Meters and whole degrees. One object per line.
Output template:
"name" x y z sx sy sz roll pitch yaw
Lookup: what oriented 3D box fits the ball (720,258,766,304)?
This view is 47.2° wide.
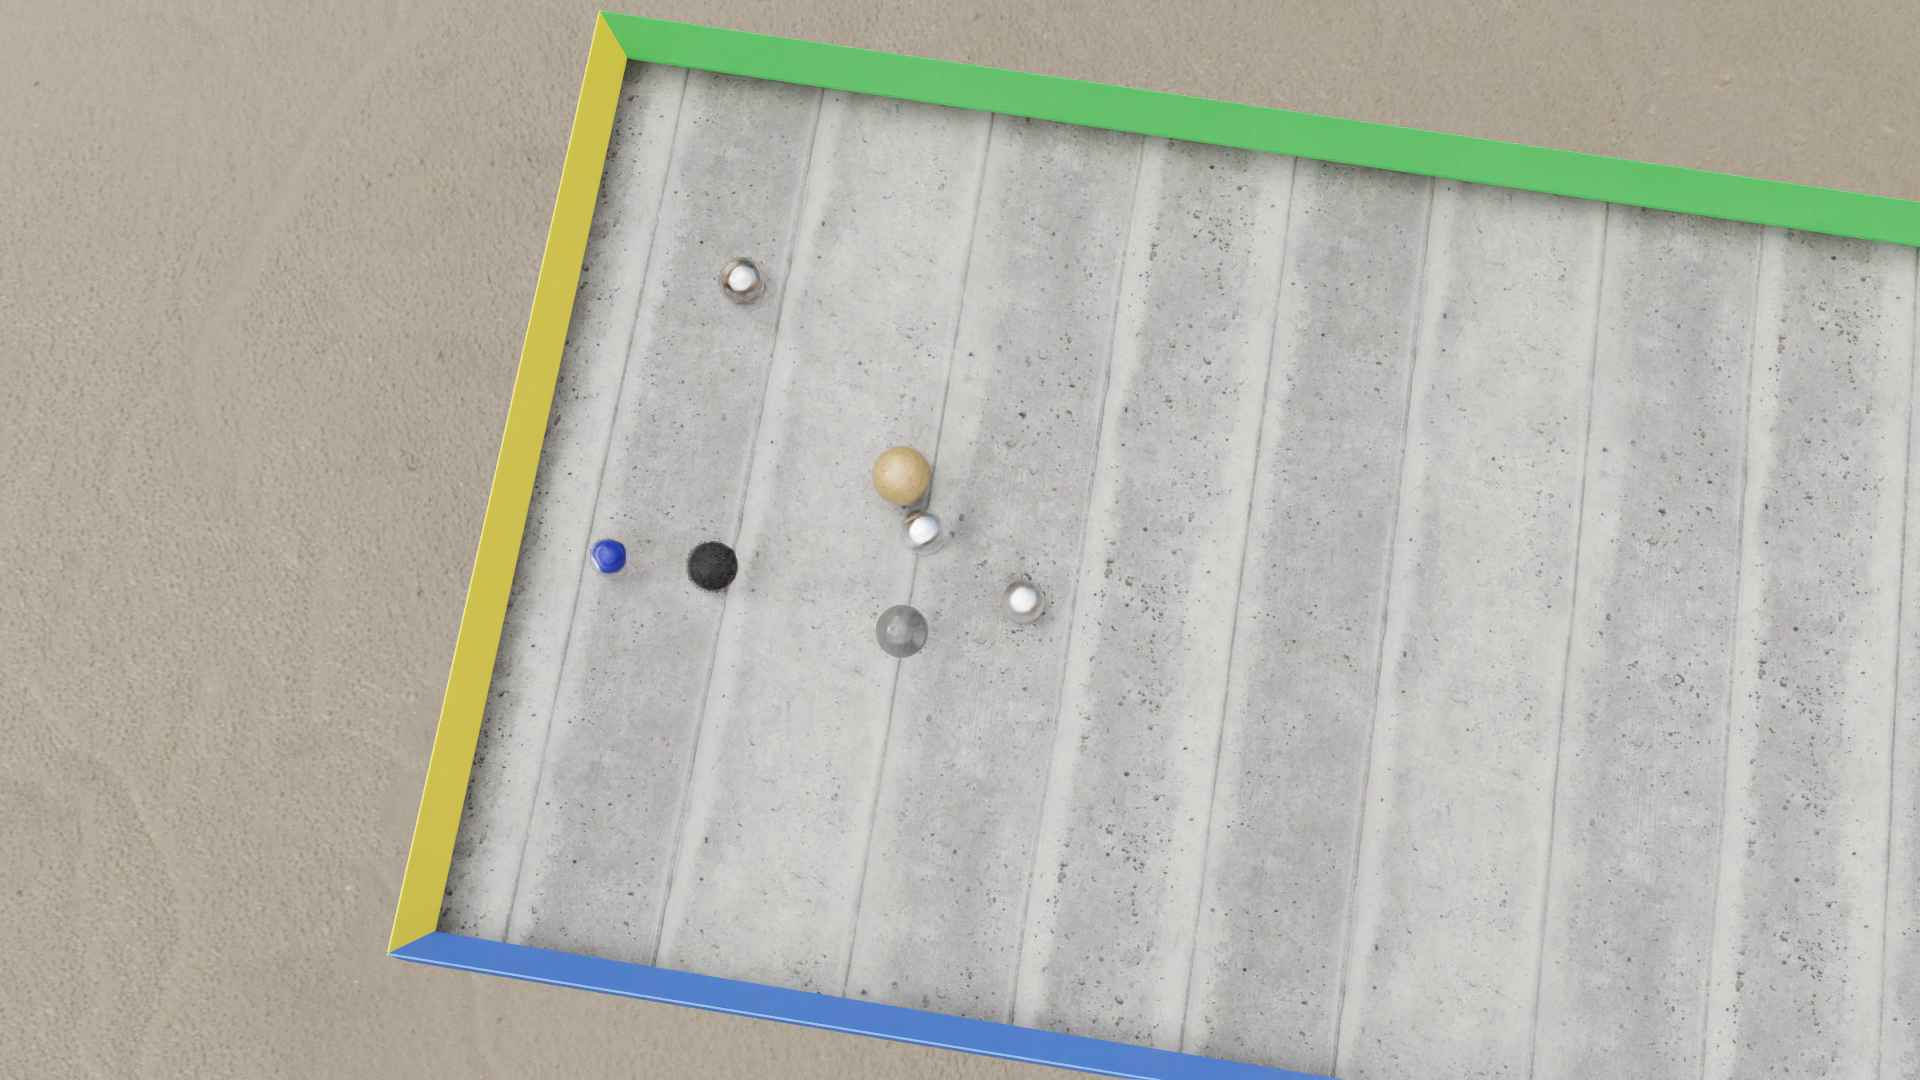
"ball" -0.342 -0.408 3.462 0.071 0.071 0.071 0 75 0

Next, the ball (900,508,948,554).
"ball" -0.055 -0.014 3.355 0.071 0.071 0.071 0 75 0

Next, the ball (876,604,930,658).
"ball" -0.087 0.137 3.308 0.081 0.081 0.081 0 75 0

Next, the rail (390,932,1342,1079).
"rail" 0.578 0.792 3.110 2.803 0.118 0.045 9 75 2

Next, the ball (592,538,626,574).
"ball" -0.535 0.025 3.353 0.053 0.053 0.053 0 75 0

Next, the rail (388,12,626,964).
"rail" -0.669 -0.109 3.355 0.045 0.118 1.499 9 75 2

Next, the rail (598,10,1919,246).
"rail" 0.806 -0.591 3.486 2.803 0.118 0.045 9 75 2

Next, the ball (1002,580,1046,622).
"ball" 0.096 0.093 3.328 0.066 0.066 0.066 0 75 0

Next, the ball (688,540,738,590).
"ball" -0.375 0.039 3.338 0.076 0.076 0.076 0 75 0

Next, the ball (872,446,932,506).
"ball" -0.089 -0.098 3.367 0.091 0.091 0.091 0 75 0
